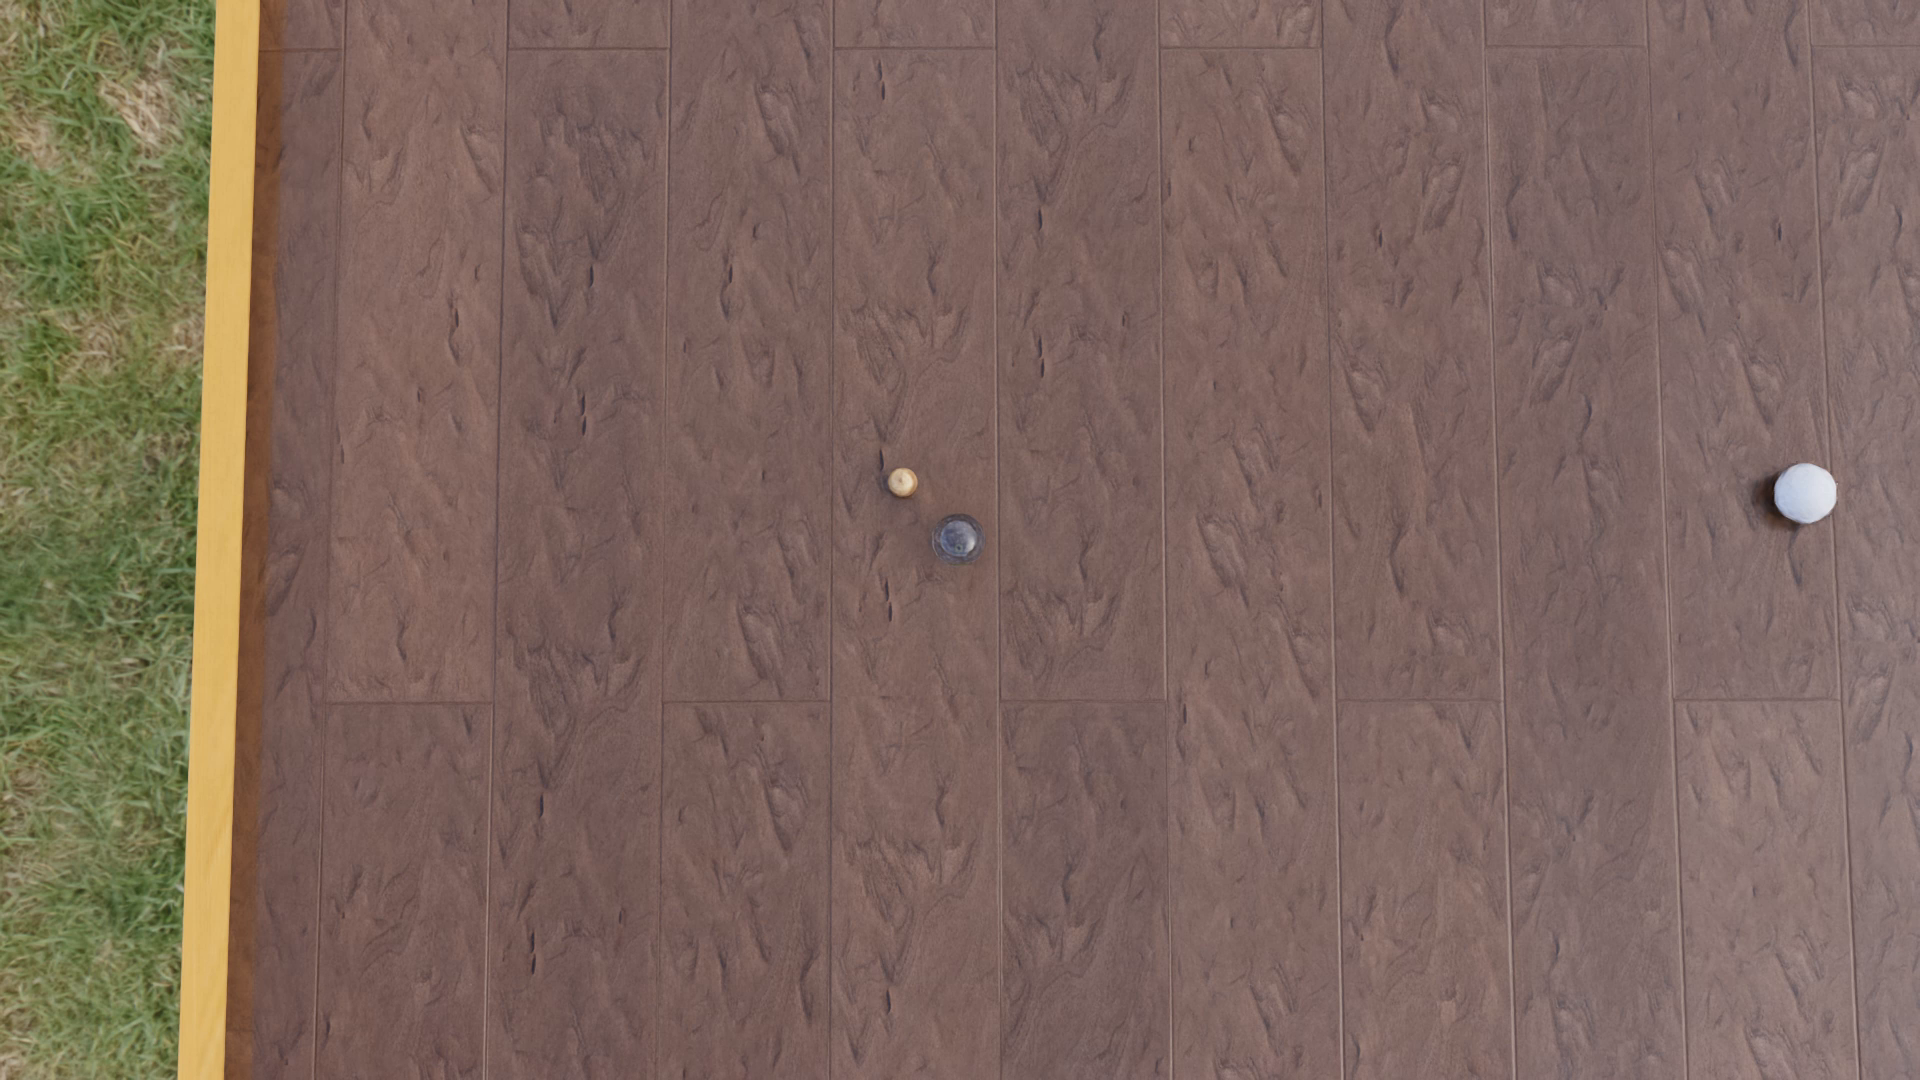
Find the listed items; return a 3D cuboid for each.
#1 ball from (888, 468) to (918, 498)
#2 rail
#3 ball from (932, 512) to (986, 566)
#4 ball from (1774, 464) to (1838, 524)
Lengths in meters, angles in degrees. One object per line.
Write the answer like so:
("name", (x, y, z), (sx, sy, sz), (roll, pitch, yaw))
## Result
("ball", (-0.085, -0.086, 3.276), (0.045, 0.045, 0.045), (0, 84, 0))
("rail", (-1.078, 0.000, 3.231), (0.045, 0.114, 2.476), (0, 84, 0))
("ball", (-0.002, -0.001, 3.249), (0.079, 0.079, 0.079), (0, 84, 0))
("ball", (1.250, -0.069, 3.253), (0.088, 0.088, 0.088), (0, 84, 0))
